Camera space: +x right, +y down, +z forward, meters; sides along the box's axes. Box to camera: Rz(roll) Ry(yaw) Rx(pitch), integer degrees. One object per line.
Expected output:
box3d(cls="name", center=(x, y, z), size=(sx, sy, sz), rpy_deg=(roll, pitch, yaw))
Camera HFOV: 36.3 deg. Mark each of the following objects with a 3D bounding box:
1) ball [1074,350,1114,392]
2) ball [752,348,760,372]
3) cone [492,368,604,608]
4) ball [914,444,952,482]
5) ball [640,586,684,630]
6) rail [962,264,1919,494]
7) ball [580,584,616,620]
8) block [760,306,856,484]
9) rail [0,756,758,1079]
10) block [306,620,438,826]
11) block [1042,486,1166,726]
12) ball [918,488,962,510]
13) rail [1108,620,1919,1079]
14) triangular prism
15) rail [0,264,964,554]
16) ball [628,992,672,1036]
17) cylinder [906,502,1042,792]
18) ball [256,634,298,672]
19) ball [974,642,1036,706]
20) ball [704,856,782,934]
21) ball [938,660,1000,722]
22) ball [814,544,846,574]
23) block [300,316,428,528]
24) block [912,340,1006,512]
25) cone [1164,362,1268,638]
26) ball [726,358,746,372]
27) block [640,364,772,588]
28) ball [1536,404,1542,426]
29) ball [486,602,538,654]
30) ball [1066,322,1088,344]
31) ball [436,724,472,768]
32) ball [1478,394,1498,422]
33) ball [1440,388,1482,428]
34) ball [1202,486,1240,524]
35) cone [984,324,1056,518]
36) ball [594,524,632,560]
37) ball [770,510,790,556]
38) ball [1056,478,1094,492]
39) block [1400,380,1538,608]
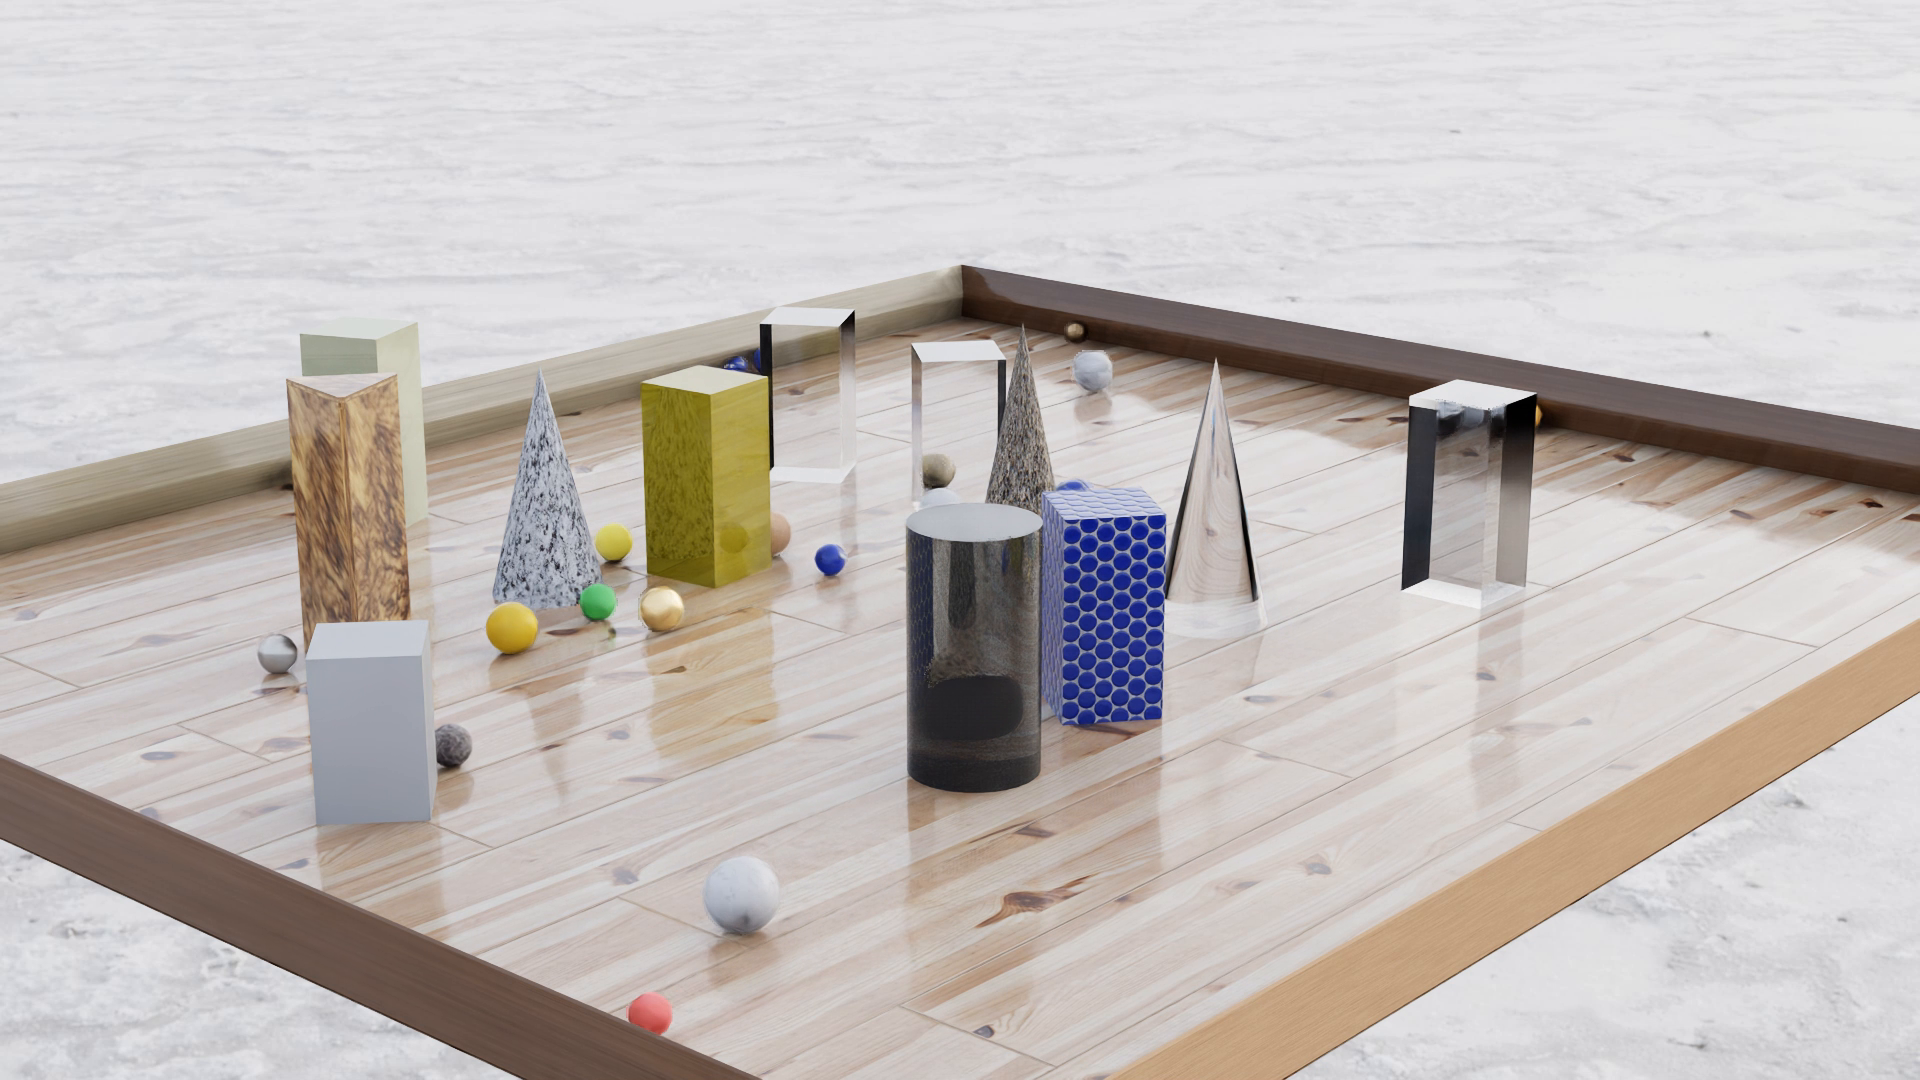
box3d(cls="ball", center=(0.298, -0.377, 6.551), size=(0.090, 0.090, 0.090), rpy_deg=(0, 17, 0))
box3d(cls="ball", center=(-0.442, -0.411, 6.707), size=(0.064, 0.064, 0.064), rpy_deg=(0, 17, 0))
box3d(cls="cone", center=(-0.722, -0.106, 5.098), size=(0.198, 0.408, 0.198), rpy_deg=(0, 17, 0))
box3d(cls="ball", center=(-0.053, -0.154, 5.834), size=(0.075, 0.075, 0.075), rpy_deg=(0, 17, 0))
box3d(cls="ball", center=(-0.503, 0.115, 4.943), size=(0.075, 0.075, 0.075), rpy_deg=(0, 17, 0))
box3d(cls="rail", center=(1.108, -0.336, 6.342), size=(2.969, 0.129, 0.045), rpy_deg=(14, 22, 39))
box3d(cls="ball", center=(-0.618, 0.106, 4.996), size=(0.062, 0.062, 0.062), rpy_deg=(0, 17, 0))
box3d(cls="block", center=(-0.302, -0.291, 5.868), size=(0.159, 0.319, 0.159), rpy_deg=(3, 17, 9))
box3d(cls="rail", center=(-1.108, 0.400, 3.898), size=(2.969, 0.129, 0.045), rpy_deg=(14, 22, 39))
box3d(cls="block", center=(-0.835, 0.258, 4.171), size=(0.159, 0.246, 0.159), rpy_deg=(-2, 17, -6))
box3d(cls="block", center=(0.220, 0.101, 4.549), size=(0.159, 0.329, 0.159), rpy_deg=(-3, 17, -10))
box3d(cls="ball", center=(-0.037, -0.054, 5.485), size=(0.086, 0.086, 0.086), rpy_deg=(0, 17, 0))
box3d(cls="rail", center=(1.103, 0.309, 4.203), size=(0.045, 0.129, 3.428), rpy_deg=(14, 22, 39))
box3d(cls="triangular prism", center=(-0.969, -0.034, 4.763), size=(0.149, 0.464, 0.172), rpy_deg=(-14, 22, -39))
box3d(cls="rail", center=(-1.103, -0.244, 6.037), size=(0.045, 0.129, 3.428), rpy_deg=(14, 22, 39))
box3d(cls="ball", center=(-0.368, 0.565, 3.488), size=(0.053, 0.053, 0.053), rpy_deg=(0, 17, 0))
box3d(cls="cylinder", center=(0.020, 0.156, 4.280), size=(0.198, 0.380, 0.198), rpy_deg=(0, 17, 0))
box3d(cls="ball", center=(-1.103, 0.183, 4.736), size=(0.063, 0.063, 0.063), rpy_deg=(0, 17, 0))
box3d(cls="ball", center=(0.071, 0.209, 4.588), size=(0.099, 0.099, 0.099), rpy_deg=(0, 17, 0))
box3d(cls="ball", center=(-0.279, 0.456, 3.770), size=(0.099, 0.099, 0.099), rpy_deg=(0, 17, 0))
box3d(cls="ball", center=(0.014, 0.233, 4.513), size=(0.096, 0.096, 0.096), rpy_deg=(0, 17, 0))
box3d(cls="ball", center=(-0.231, 0.034, 5.244), size=(0.056, 0.056, 0.056), rpy_deg=(0, 17, 0))
box3d(cls="block", center=(-1.117, -0.214, 5.507), size=(0.159, 0.379, 0.159), rpy_deg=(5, 18, 17))
box3d(cls="block", center=(-0.003, -0.206, 5.587), size=(0.159, 0.317, 0.159), rpy_deg=(-2, 17, -8))
box3d(cls="cone", center=(0.425, -0.083, 4.935), size=(0.198, 0.459, 0.198), rpy_deg=(0, 17, 0))
box3d(cls="ball", center=(-0.509, -0.390, 6.664), size=(0.050, 0.050, 0.050), rpy_deg=(0, 17, 0))
box3d(cls="block", center=(-0.451, -0.114, 5.223), size=(0.159, 0.353, 0.159), rpy_deg=(11, 20, 33))
box3d(cls="ball", center=(1.201, -0.265, 6.220), size=(0.065, 0.065, 0.065), rpy_deg=(0, 17, 0))
box3d(cls="ball", center=(-0.737, 0.144, 4.828), size=(0.085, 0.085, 0.085), rpy_deg=(0, 17, 0))
box3d(cls="ball", center=(0.280, -0.494, 7.006), size=(0.051, 0.051, 0.051), rpy_deg=(0, 17, 0))
box3d(cls="ball", center=(-0.753, 0.304, 4.335), size=(0.063, 0.063, 0.063), rpy_deg=(0, 17, 0))
box3d(cls="ball", center=(1.127, -0.283, 6.293), size=(0.058, 0.058, 0.058), rpy_deg=(0, 17, 0))
box3d(cls="ball", center=(1.064, -0.279, 6.233), size=(0.086, 0.086, 0.086), rpy_deg=(0, 17, 0))
box3d(cls="ball", center=(0.496, -0.068, 5.555), size=(0.071, 0.071, 0.071), rpy_deg=(0, 17, 0))
box3d(cls="cone", center=(0.106, -0.131, 5.033), size=(0.198, 0.494, 0.198), rpy_deg=(0, 17, 0))
box3d(cls="ball", center=(-0.629, 0.004, 5.323), size=(0.068, 0.068, 0.068), rpy_deg=(0, 17, 0))
box3d(cls="ball", center=(-0.350, -0.012, 5.351), size=(0.083, 0.083, 0.083), rpy_deg=(0, 17, 0))
box3d(cls="ball", center=(0.216, -0.070, 5.529), size=(0.092, 0.092, 0.092), rpy_deg=(0, 17, 0))
box3d(cls="block", center=(0.887, -0.082, 5.114), size=(0.159, 0.353, 0.159), rpy_deg=(13, 21, 38))
